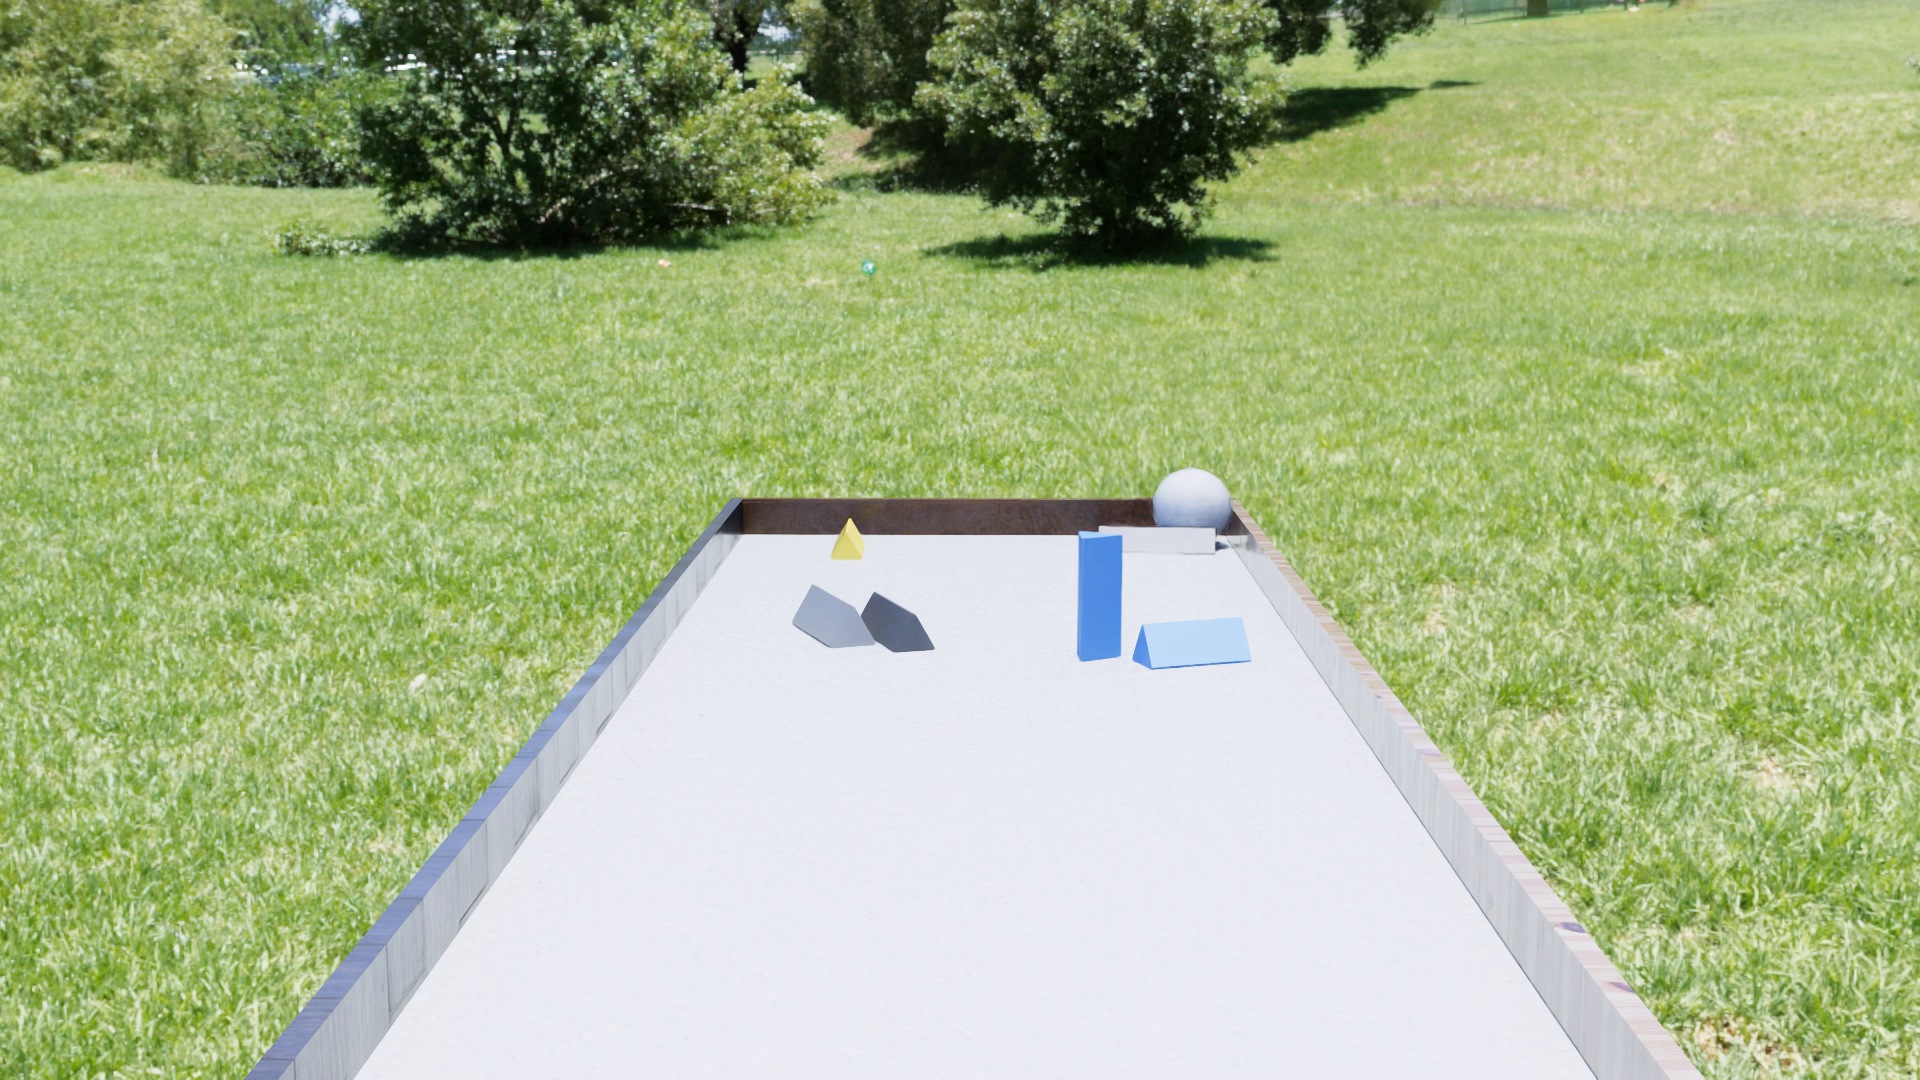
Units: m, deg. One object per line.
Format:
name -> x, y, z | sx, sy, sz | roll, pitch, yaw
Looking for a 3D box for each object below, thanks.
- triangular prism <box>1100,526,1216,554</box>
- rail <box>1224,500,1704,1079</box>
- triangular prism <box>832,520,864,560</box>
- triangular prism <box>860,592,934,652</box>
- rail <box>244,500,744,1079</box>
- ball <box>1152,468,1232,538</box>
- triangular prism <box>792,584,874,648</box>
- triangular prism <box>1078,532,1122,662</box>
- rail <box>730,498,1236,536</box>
triangular prism -> 0.780, -0.003, 8.709 | 0.458, 0.095, 0.110 | 1, 9, 7
rail -> 1.046, 0.843, 3.208 | 0.050, 0.150, 12.000 | 0, 9, 1
triangular prism -> -0.443, -0.007, 8.701 | 0.120, 0.104, 0.372 | 0, 9, -1
triangular prism -> -0.210, 0.255, 7.010 | 0.133, 0.115, 0.417 | -3, 9, -19
rail -> -1.004, 0.839, 3.234 | 0.050, 0.150, 12.000 | 0, 9, 1
ball -> 0.929, -0.131, 8.828 | 0.316, 0.316, 0.316 | 0, 9, 0
triangular prism -> -0.410, 0.237, 7.075 | 0.149, 0.129, 0.416 | -3, 9, -21
triangular prism -> 0.400, 0.168, 6.735 | 0.147, 0.379, 0.127 | -5, 10, -31
rail -> 0.099, -0.098, 9.147 | 2.100, 0.150, 0.050 | 0, 9, 1
